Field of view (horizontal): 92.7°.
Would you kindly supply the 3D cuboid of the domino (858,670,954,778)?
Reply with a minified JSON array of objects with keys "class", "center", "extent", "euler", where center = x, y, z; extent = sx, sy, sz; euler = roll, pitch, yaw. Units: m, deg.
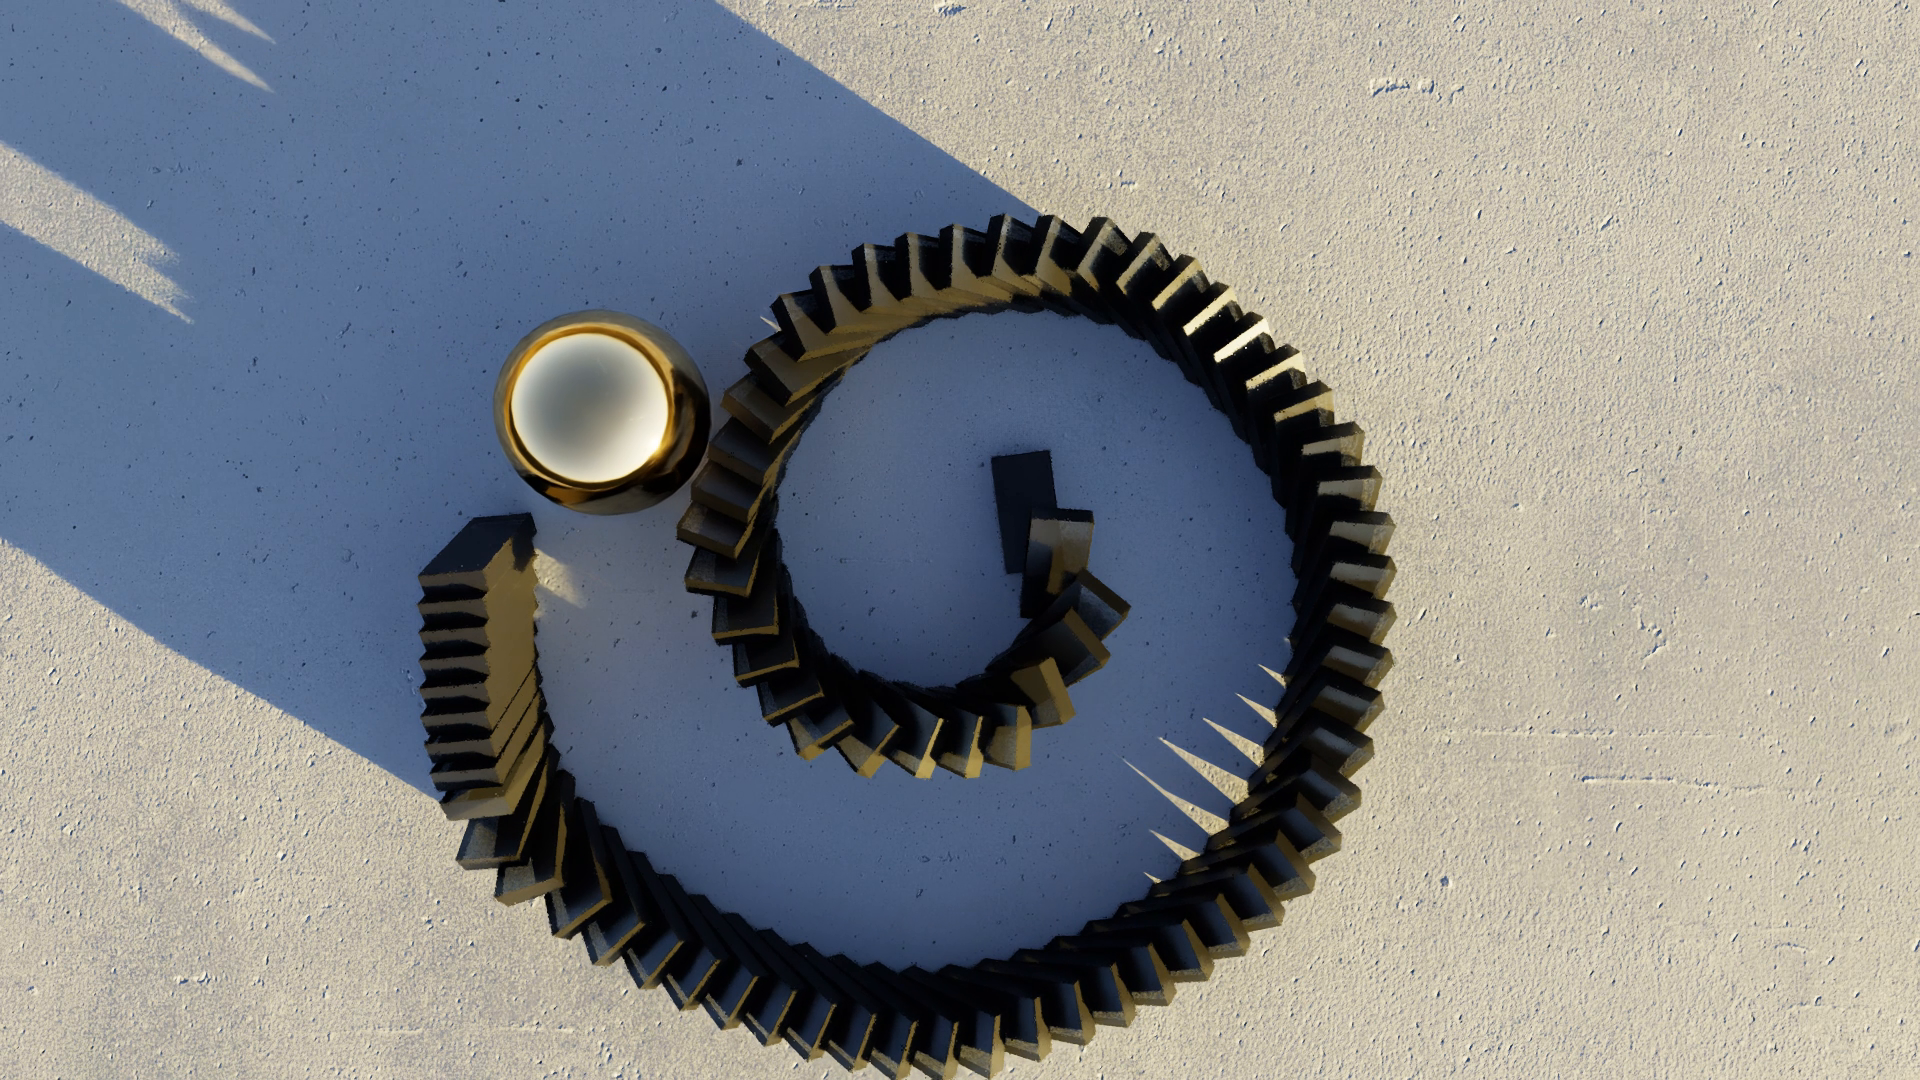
[{"class":"domino","center":[-0.027,0.076,0.380],"extent":[0.050,0.009,0.025],"euler":[23,89,41]}]

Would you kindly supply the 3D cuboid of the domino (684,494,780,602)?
[{"class":"domino","center":[-0.094,0.001,0.381],"extent":[0.025,0.010,0.050],"euler":[9,51,0]}]

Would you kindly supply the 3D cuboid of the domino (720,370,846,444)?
[{"class":"domino","center":[-0.072,-0.064,0.381],"extent":[0.025,0.009,0.050],"euler":[39,51,0]}]

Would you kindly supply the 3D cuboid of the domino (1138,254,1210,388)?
[{"class":"domino","center":[0.096,-0.090,0.381],"extent":[0.025,0.010,0.050],"euler":[-44,127,0]}]

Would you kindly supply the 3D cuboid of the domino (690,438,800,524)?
[{"class":"domino","center":[-0.088,-0.032,0.381],"extent":[0.025,0.009,0.050],"euler":[23,52,1]}]

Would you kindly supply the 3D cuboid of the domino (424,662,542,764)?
[{"class":"domino","center":[-0.194,0.070,0.376],"extent":[0.025,0.050,0.009],"euler":[-5,118,0]}]

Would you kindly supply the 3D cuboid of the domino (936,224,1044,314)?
[{"class":"domino","center":[0.014,-0.112,0.381],"extent":[0.050,0.010,0.025],"euler":[2,90,-37]}]

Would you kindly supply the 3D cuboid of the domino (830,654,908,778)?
[{"class":"domino","center":[-0.046,0.072,0.380],"extent":[0.025,0.010,0.050],"euler":[-51,50,0]}]

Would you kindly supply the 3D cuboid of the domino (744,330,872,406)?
[{"class":"domino","center":[-0.062,-0.078,0.380],"extent":[0.025,0.009,0.050],"euler":[48,50,0]}]

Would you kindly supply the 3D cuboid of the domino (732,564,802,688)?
[{"class":"domino","center":[-0.081,0.035,0.381],"extent":[0.025,0.010,0.050],"euler":[-16,51,0]}]

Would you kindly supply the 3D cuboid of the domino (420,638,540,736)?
[{"class":"domino","center":[-0.195,0.059,0.376],"extent":[0.025,0.050,0.010],"euler":[-5,118,0]}]

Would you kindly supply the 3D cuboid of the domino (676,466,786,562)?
[{"class":"domino","center":[-0.094,-0.017,0.381],"extent":[0.025,0.009,0.050],"euler":[20,52,1]}]

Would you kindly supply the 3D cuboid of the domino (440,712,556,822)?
[{"class":"domino","center":[-0.188,0.092,0.376],"extent":[0.025,0.050,0.010],"euler":[-7,119,0]}]

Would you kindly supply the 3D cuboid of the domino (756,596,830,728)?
[{"class":"domino","center":[-0.073,0.050,0.380],"extent":[0.025,0.010,0.050],"euler":[-24,51,1]}]

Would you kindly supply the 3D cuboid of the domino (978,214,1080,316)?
[{"class":"domino","center":[0.032,-0.113,0.381],"extent":[0.050,0.009,0.025],"euler":[12,90,-37]}]

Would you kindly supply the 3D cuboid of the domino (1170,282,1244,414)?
[{"class":"domino","center":[0.109,-0.079,0.381],"extent":[0.025,0.009,0.050],"euler":[-41,127,0]}]

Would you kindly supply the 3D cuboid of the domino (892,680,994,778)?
[{"class":"domino","center":[-0.011,0.078,0.380],"extent":[0.050,0.010,0.025],"euler":[14,90,41]}]

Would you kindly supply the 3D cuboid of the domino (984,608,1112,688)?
[{"class":"domino","center":[0.036,0.051,0.380],"extent":[0.025,0.009,0.050],"euler":[50,130,-1]}]

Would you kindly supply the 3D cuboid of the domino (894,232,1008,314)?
[{"class":"domino","center":[-0.003,-0.110,0.381],"extent":[0.050,0.009,0.025],"euler":[-3,89,-38]}]

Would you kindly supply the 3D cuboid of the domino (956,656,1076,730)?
[{"class":"domino","center":[0.022,0.066,0.379],"extent":[0.050,0.010,0.025],"euler":[-22,90,45]}]

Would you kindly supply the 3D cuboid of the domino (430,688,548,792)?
[{"class":"domino","center":[-0.192,0.081,0.376],"extent":[0.025,0.050,0.009],"euler":[-5,119,0]}]

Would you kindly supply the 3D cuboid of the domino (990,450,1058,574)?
[{"class":"domino","center":[0.029,-0.012,0.395],"extent":[0.025,0.010,0.050],"euler":[-8,90,0]}]

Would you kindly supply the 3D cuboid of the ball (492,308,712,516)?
[{"class":"ball","center":[-0.139,-0.050,0.360],"extent":[0.080,0.080,0.080],"euler":[0,90,0]}]

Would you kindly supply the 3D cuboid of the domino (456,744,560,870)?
[{"class":"domino","center":[-0.186,0.109,0.379],"extent":[0.025,0.010,0.050],"euler":[-5,47,3]}]

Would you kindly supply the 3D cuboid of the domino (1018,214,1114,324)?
[{"class":"domino","center":[0.049,-0.111,0.381],"extent":[0.050,0.010,0.025],"euler":[19,90,-39]}]

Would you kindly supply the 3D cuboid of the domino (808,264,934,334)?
[{"class":"domino","center":[-0.036,-0.101,0.381],"extent":[0.050,0.010,0.025],"euler":[-15,88,-38]}]

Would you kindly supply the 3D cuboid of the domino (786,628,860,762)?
[{"class":"domino","center":[-0.062,0.063,0.380],"extent":[0.025,0.010,0.050],"euler":[-33,50,1]}]

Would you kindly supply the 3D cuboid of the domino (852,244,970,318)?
[{"class":"domino","center":[-0.020,-0.107,0.381],"extent":[0.050,0.009,0.025],"euler":[-7,89,-38]}]

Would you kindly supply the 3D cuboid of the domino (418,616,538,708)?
[{"class":"domino","center":[-0.196,0.048,0.376],"extent":[0.025,0.050,0.010],"euler":[-5,118,0]}]

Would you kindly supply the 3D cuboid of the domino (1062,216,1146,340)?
[{"class":"domino","center":[0.067,-0.108,0.381],"extent":[0.050,0.009,0.025],"euler":[32,89,-38]}]

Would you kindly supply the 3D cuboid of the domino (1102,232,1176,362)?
[{"class":"domino","center":[0.082,-0.100,0.381],"extent":[0.025,0.009,0.050],"euler":[-50,127,-1]}]

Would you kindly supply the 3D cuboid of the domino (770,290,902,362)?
[{"class":"domino","center":[-0.051,-0.092,0.381],"extent":[0.050,0.010,0.025],"euler":[-24,89,-39]}]

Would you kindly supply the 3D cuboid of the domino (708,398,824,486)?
[{"class":"domino","center":[-0.080,-0.047,0.381],"extent":[0.025,0.009,0.050],"euler":[28,52,0]}]

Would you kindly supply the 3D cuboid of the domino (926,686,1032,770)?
[{"class":"domino","center":[0.007,0.077,0.379],"extent":[0.050,0.009,0.025],"euler":[3,92,42]}]

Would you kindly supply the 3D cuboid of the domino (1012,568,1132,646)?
[{"class":"domino","center":[0.045,0.036,0.381],"extent":[0.025,0.010,0.050],"euler":[39,128,0]}]

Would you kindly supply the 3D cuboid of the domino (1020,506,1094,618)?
[{"class":"domino","center":[0.040,0.011,0.382],"extent":[0.025,0.010,0.050],"euler":[4,123,0]}]

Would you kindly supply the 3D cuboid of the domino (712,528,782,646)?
[{"class":"domino","center":[-0.088,0.019,0.381],"extent":[0.025,0.010,0.050],"euler":[-7,51,0]}]
